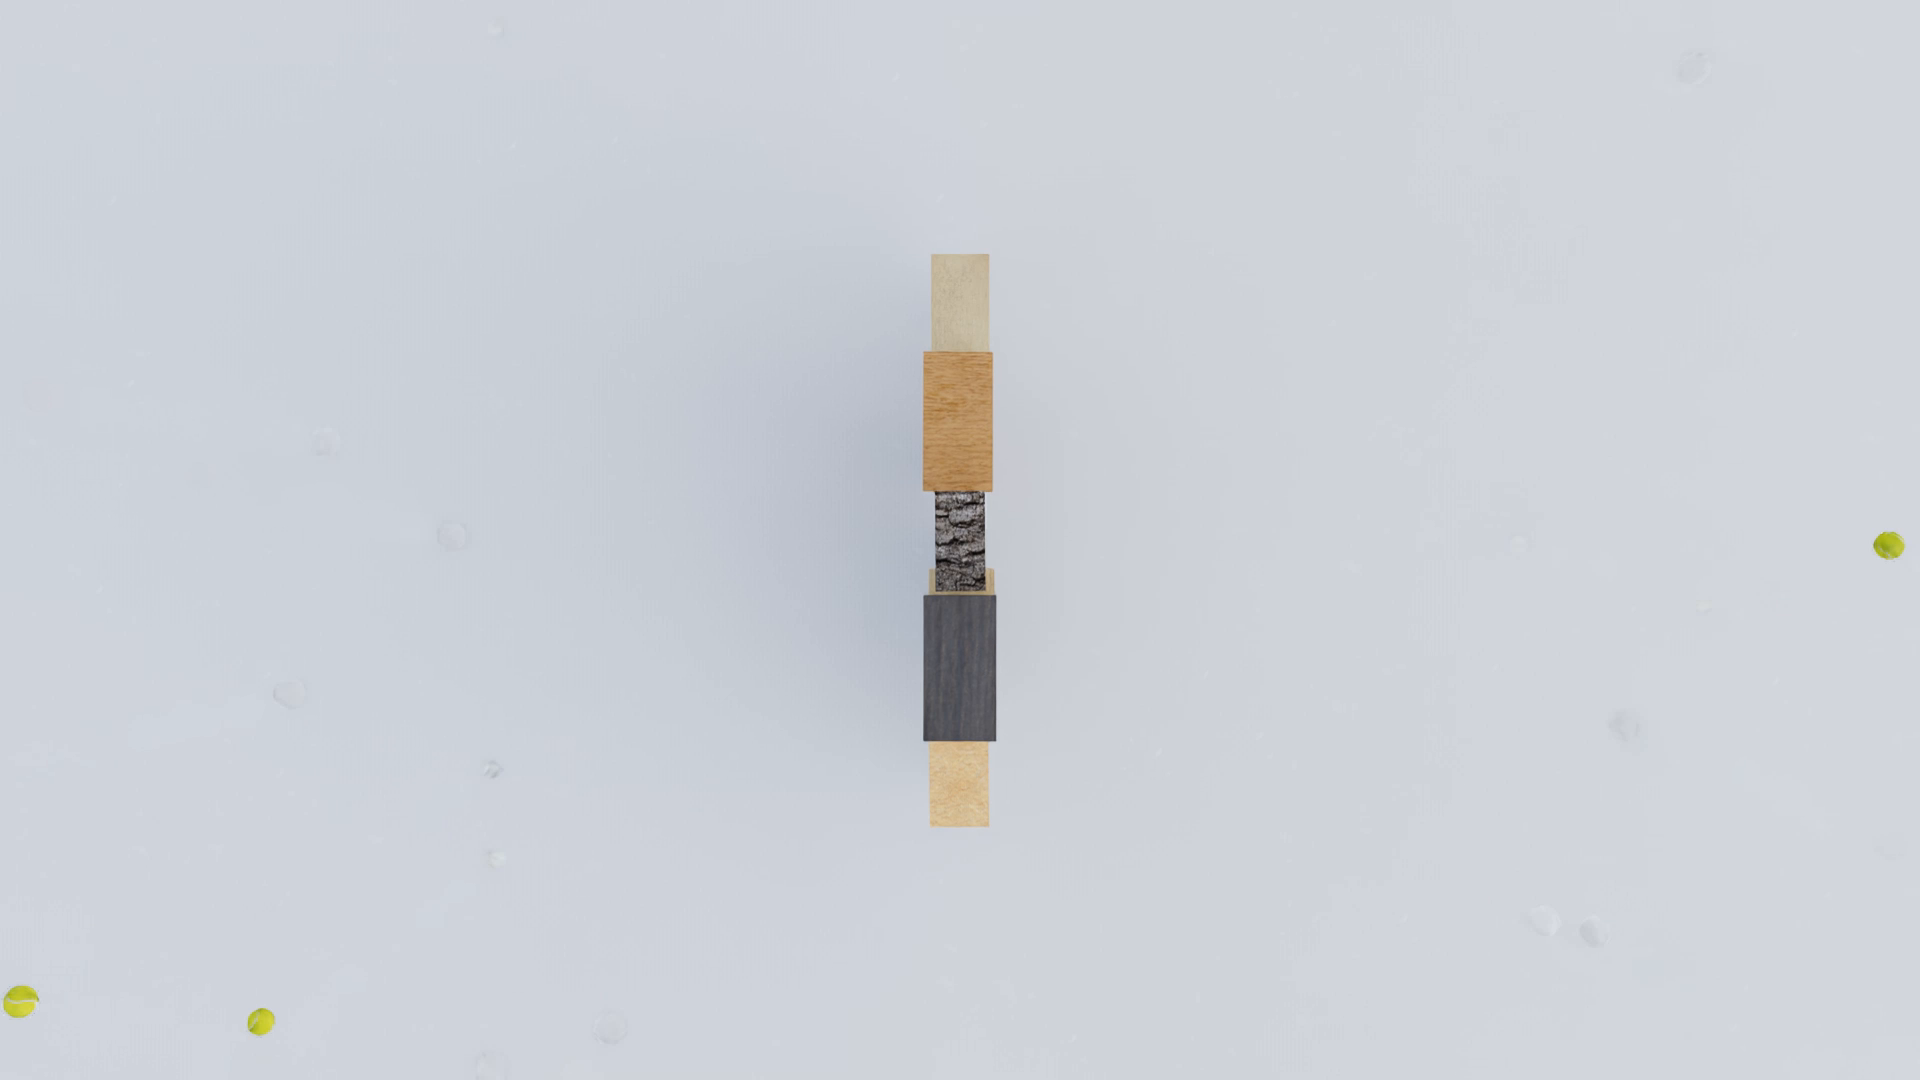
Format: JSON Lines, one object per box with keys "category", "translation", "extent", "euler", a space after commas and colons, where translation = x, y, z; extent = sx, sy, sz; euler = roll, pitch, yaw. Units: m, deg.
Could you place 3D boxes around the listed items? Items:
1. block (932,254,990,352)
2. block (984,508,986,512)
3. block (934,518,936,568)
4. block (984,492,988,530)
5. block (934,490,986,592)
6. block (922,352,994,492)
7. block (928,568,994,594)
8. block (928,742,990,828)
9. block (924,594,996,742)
{"category": "block", "translation": [0.001, -0.626, 4.551], "extent": [0.160, 0.045, 0.319], "euler": [0, 90, 0]}
{"category": "block", "translation": [0.000, -0.074, 4.042], "extent": [0.116, 0.372, 0.033], "euler": [0, 90, 0]}
{"category": "block", "translation": [0.001, 0.052, 4.481], "extent": [0.138, 0.039, 0.275], "euler": [0, 90, 0]}
{"category": "block", "translation": [0.002, -0.186, 4.797], "extent": [0.154, 0.044, 0.308], "euler": [0, 90, 0]}
{"category": "block", "translation": [0.001, 0.003, 3.840], "extent": [0.116, 0.033, 0.232], "euler": [-1, 90, 0]}
{"category": "block", "translation": [-0.005, -0.292, 4.090], "extent": [0.172, 0.049, 0.344], "euler": [0, 90, 0]}
{"category": "block", "translation": [0.004, 0.235, 4.111], "extent": [0.163, 0.046, 0.327], "euler": [0, 90, 0]}
{"category": "block", "translation": [-0.003, 0.622, 4.531], "extent": [0.163, 0.046, 0.327], "euler": [-1, 90, 0]}
{"category": "block", "translation": [0.000, 0.289, 3.735], "extent": [0.165, 0.047, 0.329], "euler": [0, 90, 0]}
